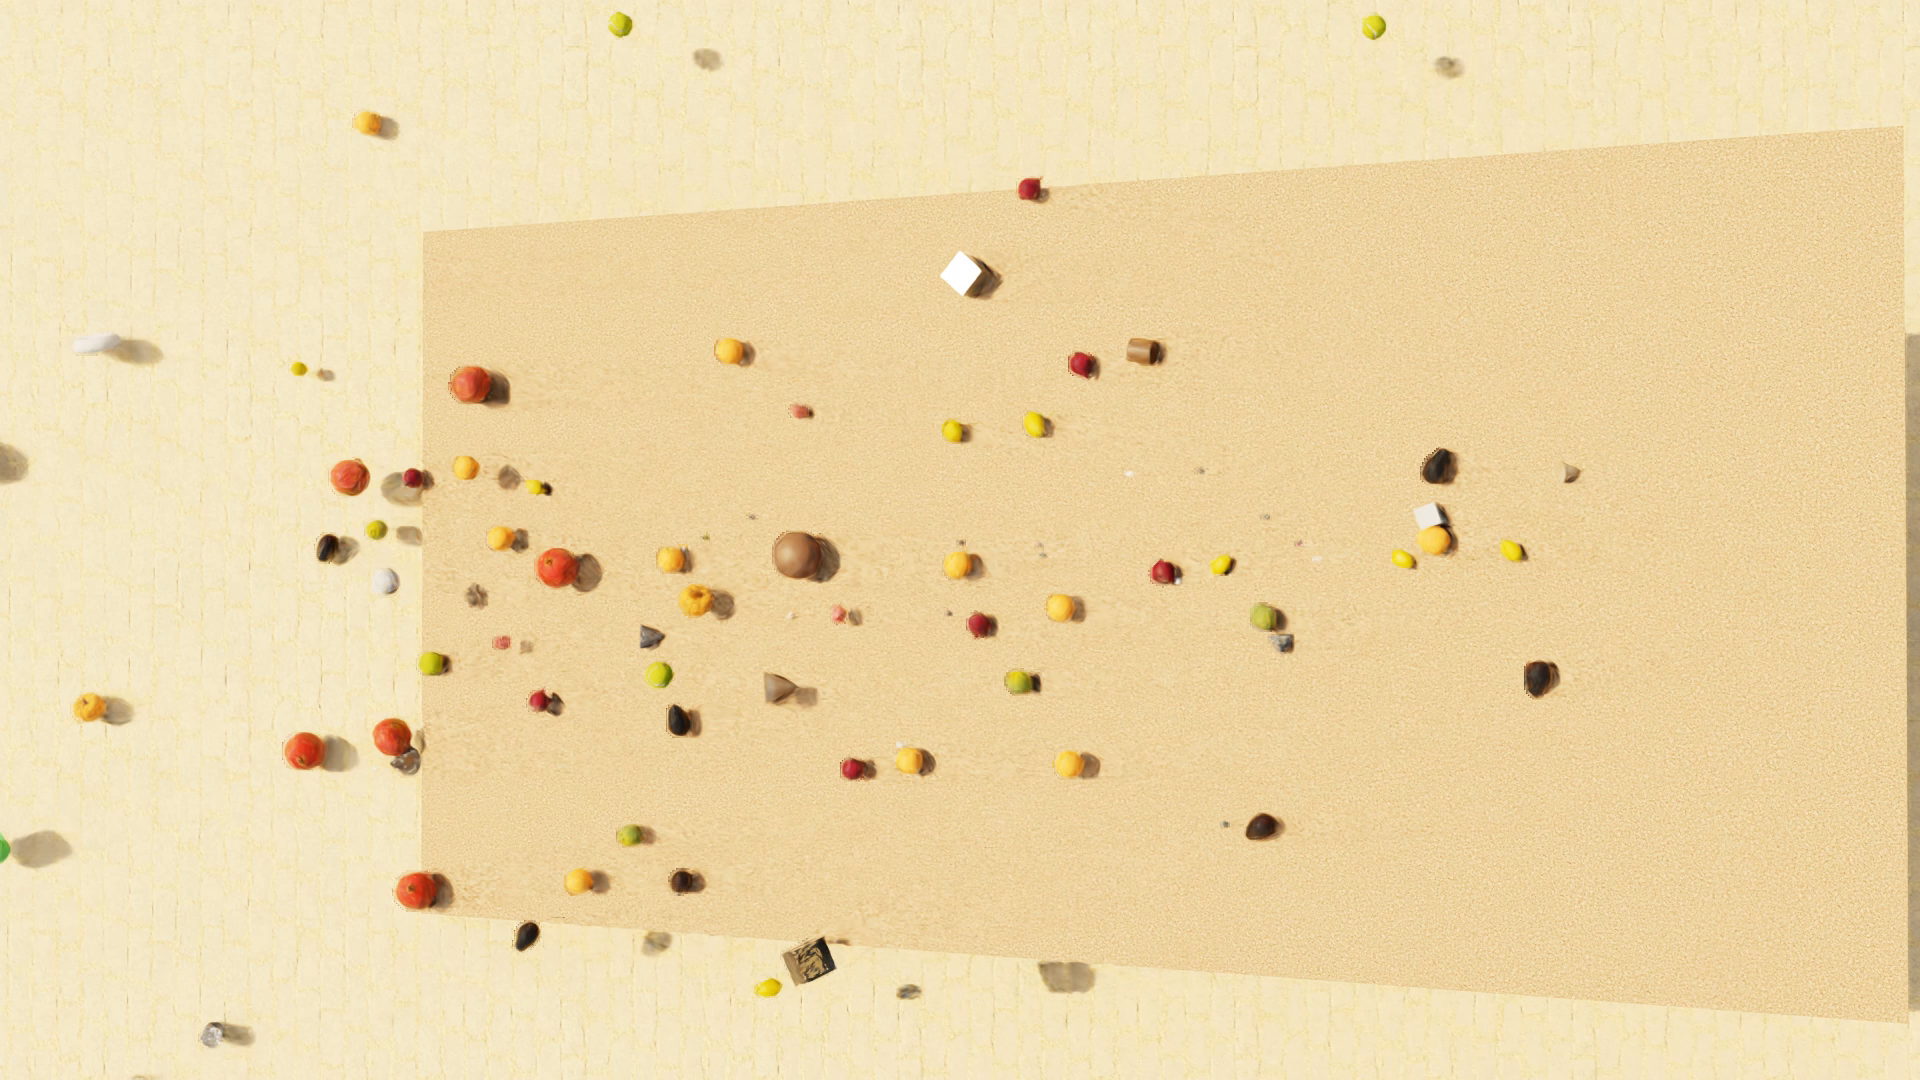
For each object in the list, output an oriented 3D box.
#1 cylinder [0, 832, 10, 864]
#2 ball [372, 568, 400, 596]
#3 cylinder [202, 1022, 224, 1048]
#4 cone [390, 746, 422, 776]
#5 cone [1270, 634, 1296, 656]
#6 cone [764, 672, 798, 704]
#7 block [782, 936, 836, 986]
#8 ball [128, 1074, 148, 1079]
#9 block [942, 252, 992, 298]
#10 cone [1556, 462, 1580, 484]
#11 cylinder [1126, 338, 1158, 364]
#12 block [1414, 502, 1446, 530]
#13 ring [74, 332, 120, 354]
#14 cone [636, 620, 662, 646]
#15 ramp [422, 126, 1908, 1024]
[{"bbox_3d":[-2.840,0.895,6.430,0.095,0.095,0.095,4,57,-6],"label":"cylinder"},{"bbox_3d":[-1.611,0.117,6.174,0.079,0.079,0.079,0,89,0],"label":"ball"},{"bbox_3d":[-2.200,1.457,6.478,0.061,0.061,0.061,-1,93,-14],"label":"cylinder"},{"bbox_3d":[-1.640,0.650,6.423,0.091,0.091,0.091,0,90,24],"label":"cone"},{"bbox_3d":[0.804,0.247,5.429,0.057,0.057,0.057,-27,89,-7],"label":"cone"},{"bbox_3d":[-0.483,0.400,5.963,0.092,0.092,0.092,-3,89,-4],"label":"cone"},{"bbox_3d":[-0.401,1.120,5.845,0.091,0.091,0.091,-21,86,-31],"label":"block"},{"bbox_3d":[-2.428,1.618,6.485,0.081,0.081,0.081,0,89,0],"label":"ball"},{"bbox_3d":[0.018,-0.691,5.743,0.081,0.081,0.081,44,105,17],"label":"block"},{"bbox_3d":[1.438,-0.163,5.167,0.051,0.051,0.051,-13,89,-17],"label":"cone"},{"bbox_3d":[0.461,-0.478,5.563,0.062,0.062,0.062,10,89,23],"label":"cylinder"},{"bbox_3d":[1.128,-0.057,5.282,0.052,0.052,0.052,-22,81,21],"label":"block"},{"bbox_3d":[-2.543,-0.580,6.480,0.134,0.134,0.045,-8,106,0],"label":"ring"},{"bbox_3d":[-0.854,0.268,6.127,0.071,0.071,0.071,19,89,-30],"label":"cone"},{"bbox_3d":[0.283,0.085,5.719,4.000,0.100,2.000,0,89,23],"label":"ramp"}]
